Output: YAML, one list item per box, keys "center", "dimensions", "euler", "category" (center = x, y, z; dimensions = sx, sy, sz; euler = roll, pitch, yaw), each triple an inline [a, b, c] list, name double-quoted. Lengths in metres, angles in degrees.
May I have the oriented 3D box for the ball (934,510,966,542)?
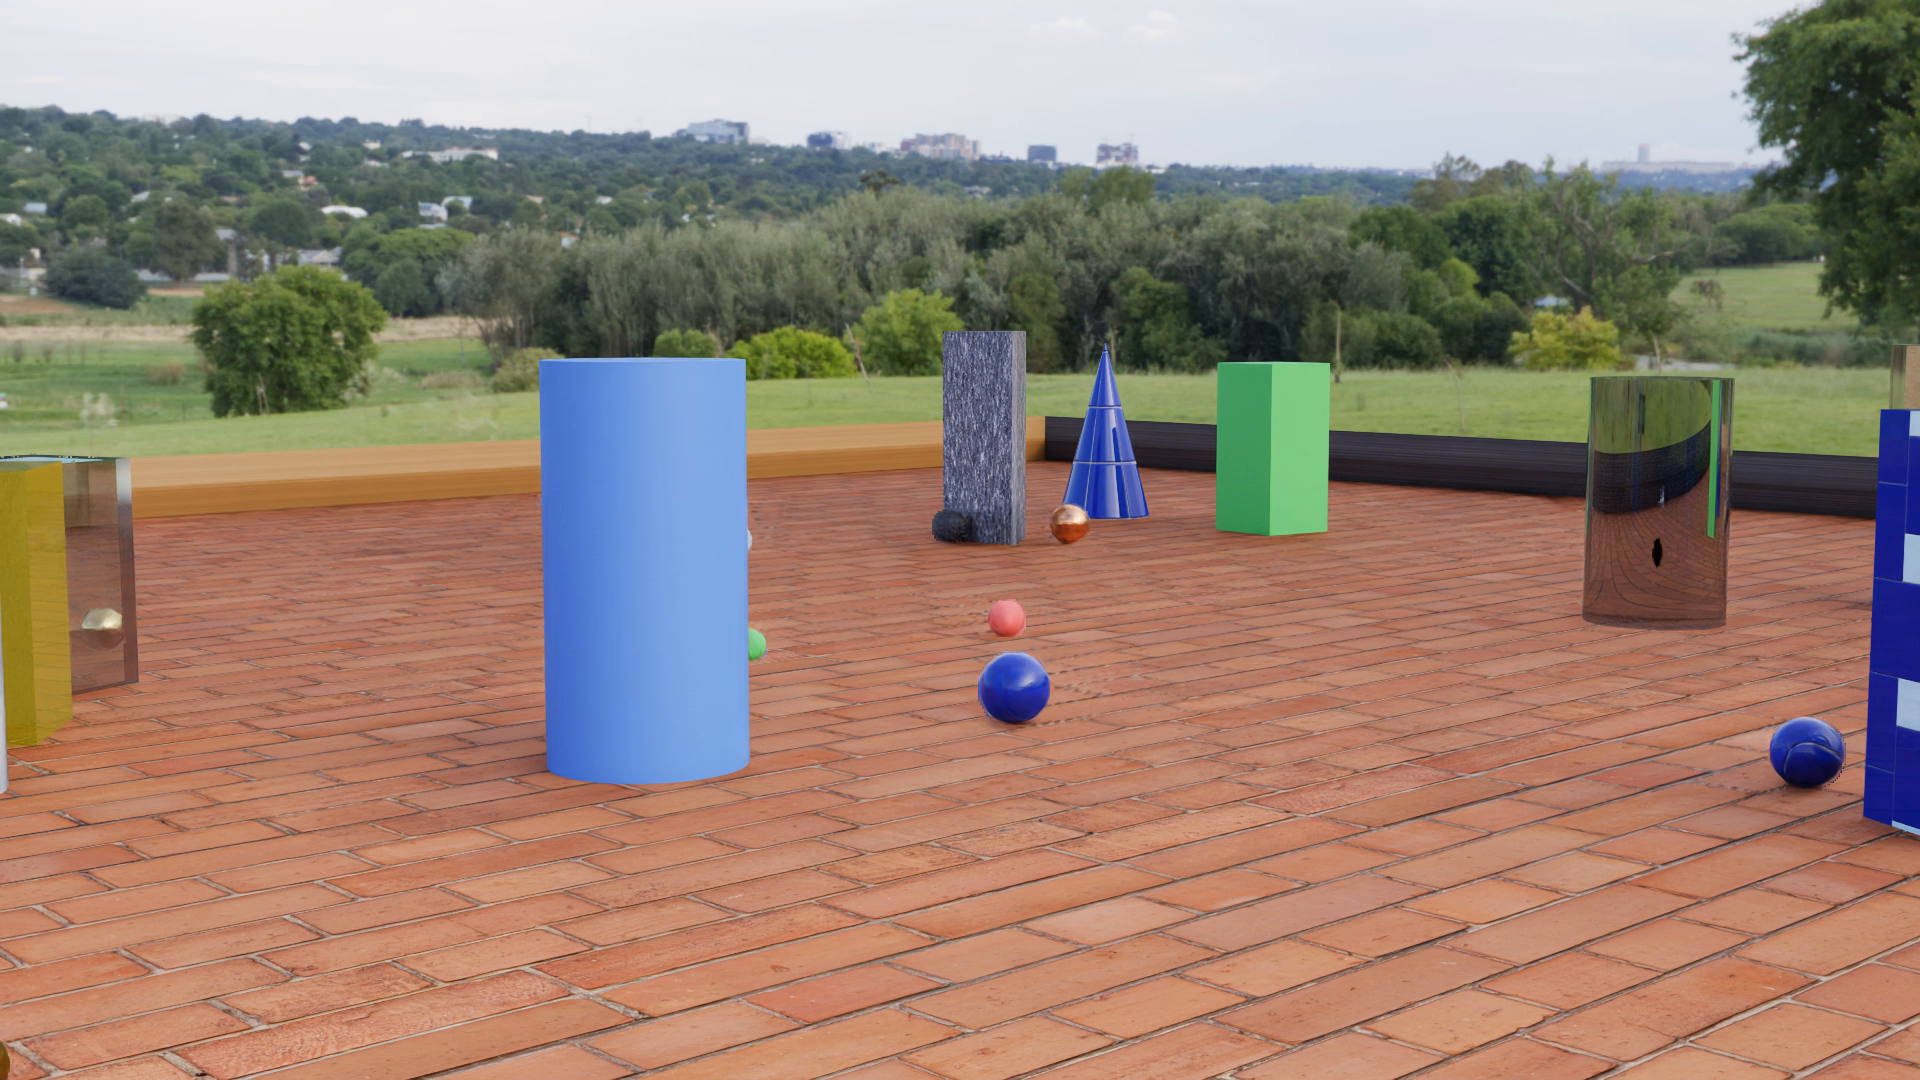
- center: [-0.020, -0.026, 4.234]
  dimensions: [0.062, 0.062, 0.062]
  euler: [0, 6, 0]
  category: "ball"

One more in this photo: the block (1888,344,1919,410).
- center: [1.482, -0.094, 3.291]
  dimensions: [0.159, 0.394, 0.159]
  euler: [2, 6, 15]
  category: "block"

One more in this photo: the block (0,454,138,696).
- center: [-1.093, 0.041, 2.592]
  dimensions: [0.159, 0.270, 0.159]
  euler: [3, 7, 25]
  category: "block"

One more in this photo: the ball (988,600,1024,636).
- center: [0.064, 0.107, 3.014]
  dimensions: [0.050, 0.050, 0.050]
  euler: [0, 6, 0]
  category: "ball"

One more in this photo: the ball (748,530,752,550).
- center: [-0.408, 0.001, 3.936]
  dimensions: [0.071, 0.071, 0.071]
  euler: [0, 6, 0]
  category: "ball"

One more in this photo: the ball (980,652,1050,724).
- center: [0.059, 0.160, 2.379]
  dimensions: [0.077, 0.077, 0.077]
  euler: [0, 6, 0]
  category: "ball"

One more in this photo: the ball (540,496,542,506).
- center: [-0.913, -0.086, 4.896]
  dimensions: [0.044, 0.044, 0.044]
  euler: [0, 6, 0]
  category: "ball"

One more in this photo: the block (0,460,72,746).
- center: [-1.039, 0.064, 2.309]
  dimensions: [0.159, 0.283, 0.159]
  euler: [-1, 6, -9]
  category: "block"

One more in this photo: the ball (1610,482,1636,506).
- center: [1.514, -0.105, 5.025]
  dimensions: [0.056, 0.056, 0.056]
  euler: [0, 6, 0]
  category: "ball"

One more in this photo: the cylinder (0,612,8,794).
- center: [-0.986, 0.009, 2.007]
  dimensions: [0.199, 0.454, 0.199]
  euler: [0, 6, 0]
  category: "cylinder"

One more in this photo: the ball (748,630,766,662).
- center: [-0.268, 0.134, 2.801]
  dimensions: [0.041, 0.041, 0.041]
  euler: [0, 6, 0]
  category: "ball"

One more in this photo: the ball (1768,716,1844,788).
- center: [0.793, 0.199, 2.061]
  dimensions: [0.066, 0.066, 0.066]
  euler: [0, 6, 0]
  category: "ball"

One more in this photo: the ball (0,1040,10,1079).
- center: [-0.557, 0.296, 1.232]
  dimensions: [0.045, 0.045, 0.045]
  euler: [0, 6, 0]
  category: "ball"

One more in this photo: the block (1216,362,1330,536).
- center: [0.634, -0.189, 4.459]
  dimensions: [0.159, 0.340, 0.159]
  euler: [-4, 7, -35]
  category: "block"

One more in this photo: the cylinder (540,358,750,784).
- center: [-0.308, 0.023, 2.153]
  dimensions: [0.199, 0.397, 0.199]
  euler: [0, 6, 0]
  category: "cylinder"

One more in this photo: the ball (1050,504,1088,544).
- center: [0.210, -0.031, 4.223]
  dimensions: [0.074, 0.074, 0.074]
  euler: [0, 6, 0]
  category: "ball"

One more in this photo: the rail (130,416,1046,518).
- center: [-1.500, -0.135, 4.949]
  dimensions: [4.821, 0.129, 0.045]
  euler: [-5, 8, -42]
  category: "rail"

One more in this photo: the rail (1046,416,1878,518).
- center: [1.754, -0.134, 4.942]
  dimensions: [0.045, 0.129, 4.472]
  euler: [-5, 8, -42]
  category: "rail"

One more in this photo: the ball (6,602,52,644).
- center: [-1.245, 0.112, 2.943]
  dimensions: [0.057, 0.057, 0.057]
  euler: [0, 6, 0]
  category: "ball"

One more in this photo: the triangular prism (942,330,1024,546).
- center: [0.081, -0.203, 4.277]
  dimensions: [0.172, 0.405, 0.149]
  euler: [5, 7, 37]
  category: "triangular prism"

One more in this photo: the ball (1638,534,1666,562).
- center: [1.229, 0.015, 3.904]
  dimensions: [0.049, 0.049, 0.049]
  euler: [0, 6, 0]
  category: "ball"

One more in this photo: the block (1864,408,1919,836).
- center: [0.896, 0.071, 1.869]
  dimensions: [0.159, 0.360, 0.159]
  euler: [-2, 6, -15]
  category: "block"

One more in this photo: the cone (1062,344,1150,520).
- center: [0.315, -0.242, 4.787]
  dimensions: [0.199, 0.377, 0.199]
  euler: [0, 6, 0]
  category: "cone"

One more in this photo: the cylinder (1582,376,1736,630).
- center: [1.000, -0.057, 3.152]
  dimensions: [0.199, 0.349, 0.199]
  euler: [0, 6, 0]
  category: "cylinder"
